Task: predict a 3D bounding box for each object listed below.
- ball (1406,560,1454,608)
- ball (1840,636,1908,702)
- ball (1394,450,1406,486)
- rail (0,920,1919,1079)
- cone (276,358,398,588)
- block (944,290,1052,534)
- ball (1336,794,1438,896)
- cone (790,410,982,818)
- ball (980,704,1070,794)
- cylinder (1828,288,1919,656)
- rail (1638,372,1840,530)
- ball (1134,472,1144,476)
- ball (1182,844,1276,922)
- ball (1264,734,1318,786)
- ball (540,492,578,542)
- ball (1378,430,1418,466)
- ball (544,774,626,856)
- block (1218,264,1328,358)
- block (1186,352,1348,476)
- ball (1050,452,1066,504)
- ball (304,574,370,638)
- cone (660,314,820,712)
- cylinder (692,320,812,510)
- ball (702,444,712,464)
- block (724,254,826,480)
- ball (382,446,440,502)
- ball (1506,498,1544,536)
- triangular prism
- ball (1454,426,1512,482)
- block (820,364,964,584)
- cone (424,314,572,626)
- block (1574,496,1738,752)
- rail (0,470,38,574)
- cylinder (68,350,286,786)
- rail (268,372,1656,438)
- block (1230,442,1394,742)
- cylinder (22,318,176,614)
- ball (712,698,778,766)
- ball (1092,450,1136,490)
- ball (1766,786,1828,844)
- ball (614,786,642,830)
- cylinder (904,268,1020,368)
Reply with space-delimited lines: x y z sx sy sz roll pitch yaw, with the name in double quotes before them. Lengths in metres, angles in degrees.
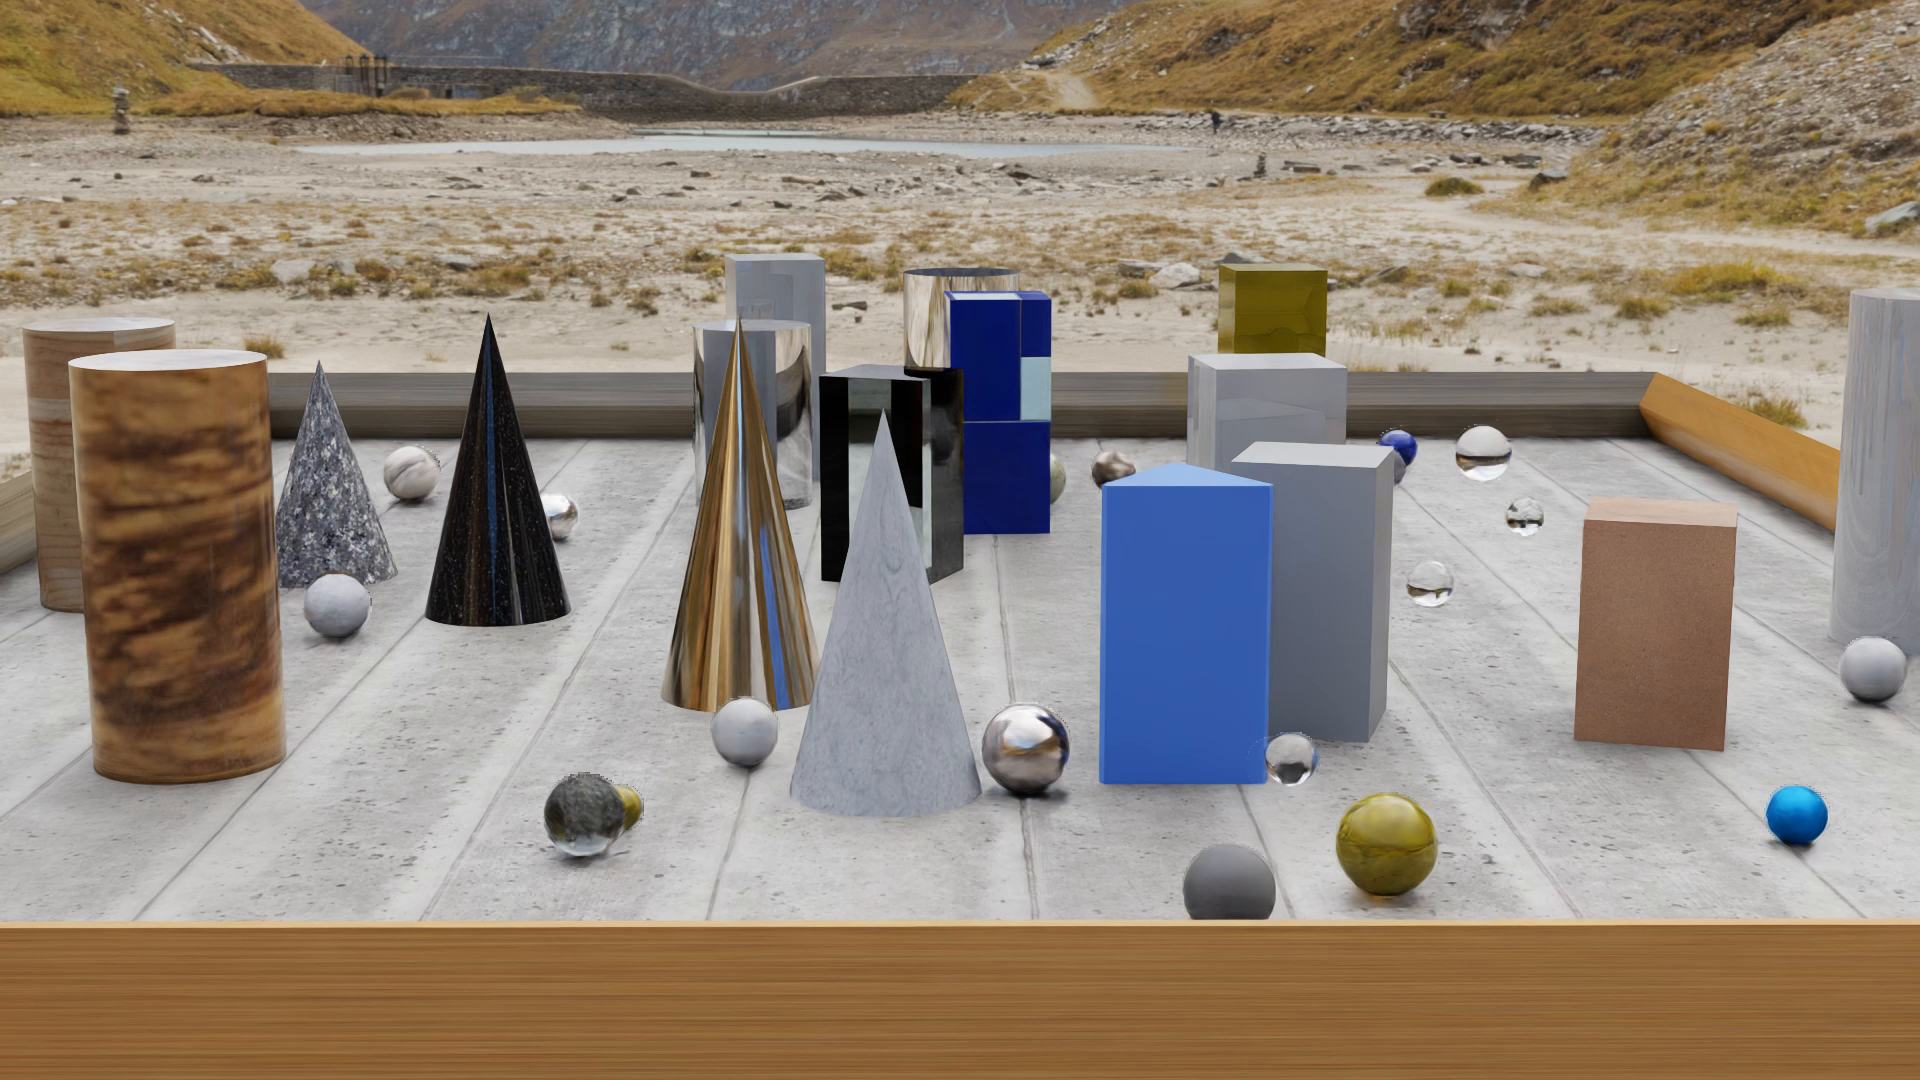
"ball" 0.639 0.059 3.486 0.064 0.064 0.064 0 10 0
"ball" 1.057 0.150 2.968 0.075 0.075 0.075 0 10 0
"ball" 0.738 -0.125 4.457 0.072 0.072 0.072 0 10 0
"rail" 0.009 0.329 1.850 2.774 0.128 0.045 0 10 0
"cone" -0.912 -0.104 3.678 0.197 0.315 0.197 0 10 0
"block" 0.058 -0.204 4.076 0.157 0.368 0.157 -1 11 -4
"ball" 0.379 0.270 2.275 0.090 0.090 0.090 0 10 0
"cone" -0.076 0.061 2.575 0.197 0.392 0.197 0 10 0
"ball" 0.066 0.211 2.596 0.090 0.090 0.090 0 10 0
"cylinder" 1.220 -0.091 3.257 0.197 0.443 0.197 0 10 0
"rail" 1.363 0.031 3.457 0.045 0.128 3.300 0 10 0
"ball" 0.311 -0.092 4.351 0.047 0.047 0.047 0 10 0
"ball" 0.227 0.297 2.165 0.079 0.079 0.079 0 10 0
"ball" 0.336 0.223 2.606 0.053 0.053 0.053 0 10 0
"ball" -0.627 -0.035 3.959 0.077 0.077 0.077 0 10 0
"ball" 0.798 -0.165 4.678 0.071 0.071 0.071 0 10 0
"ball" -0.350 0.257 2.389 0.076 0.076 0.076 0 10 0
"block" 0.537 -0.280 4.439 0.157 0.384 0.157 -1 11 -5
"block" 0.368 -0.031 3.117 0.157 0.375 0.157 -1 11 -7
"ball" 0.126 -0.101 4.231 0.098 0.098 0.098 0 10 0
"ball" -0.802 0.084 3.300 0.083 0.083 0.083 0 10 0
"cone" -0.253 -0.040 2.974 0.197 0.447 0.197 0 10 0
"cylinder" -0.347 -0.210 4.292 0.197 0.300 0.197 0 10 0
"ball" -0.451 -0.156 4.701 0.045 0.045 0.045 0 10 0
"block" -0.329 -0.310 4.582 0.157 0.391 0.157 -2 11 -12
"ball" -0.926 -0.111 4.326 0.094 0.094 0.094 0 10 0
"ball" 0.884 -0.037 4.017 0.060 0.060 0.060 0 10 0
"triangular prism" 0.229 0.084 2.680 0.170 0.310 0.147 0 10 0
"ball" 0.925 -0.153 4.537 0.098 0.098 0.098 0 10 0
"block" -0.097 -0.095 3.685 0.157 0.295 0.157 4 11 21
"cone" -0.623 -0.103 3.427 0.197 0.405 0.197 0 10 0
"block" 0.769 0.089 2.831 0.157 0.245 0.157 3 11 17
"rail" -1.363 0.034 3.441 0.045 0.128 3.300 0 10 0
"cylinder" -0.816 0.023 2.685 0.197 0.427 0.197 0 10 0
"rail" -0.009 -0.263 5.048 2.774 0.128 0.045 0 10 0
"block" 0.391 0.054 2.860 0.157 0.303 0.157 3 11 16
"cylinder" -1.166 -0.106 3.510 0.197 0.380 0.197 0 10 0
"ball" -0.226 0.202 2.697 0.071 0.071 0.071 0 10 0
"ball" 0.264 -0.117 4.412 0.074 0.074 0.074 0 10 0
"ball" 0.792 0.260 2.427 0.055 0.055 0.055 0 10 0
"ball" -0.328 0.258 2.473 0.042 0.042 0.042 0 10 0
"cylinder" 0.002 -0.266 4.373 0.197 0.381 0.197 0 10 0
